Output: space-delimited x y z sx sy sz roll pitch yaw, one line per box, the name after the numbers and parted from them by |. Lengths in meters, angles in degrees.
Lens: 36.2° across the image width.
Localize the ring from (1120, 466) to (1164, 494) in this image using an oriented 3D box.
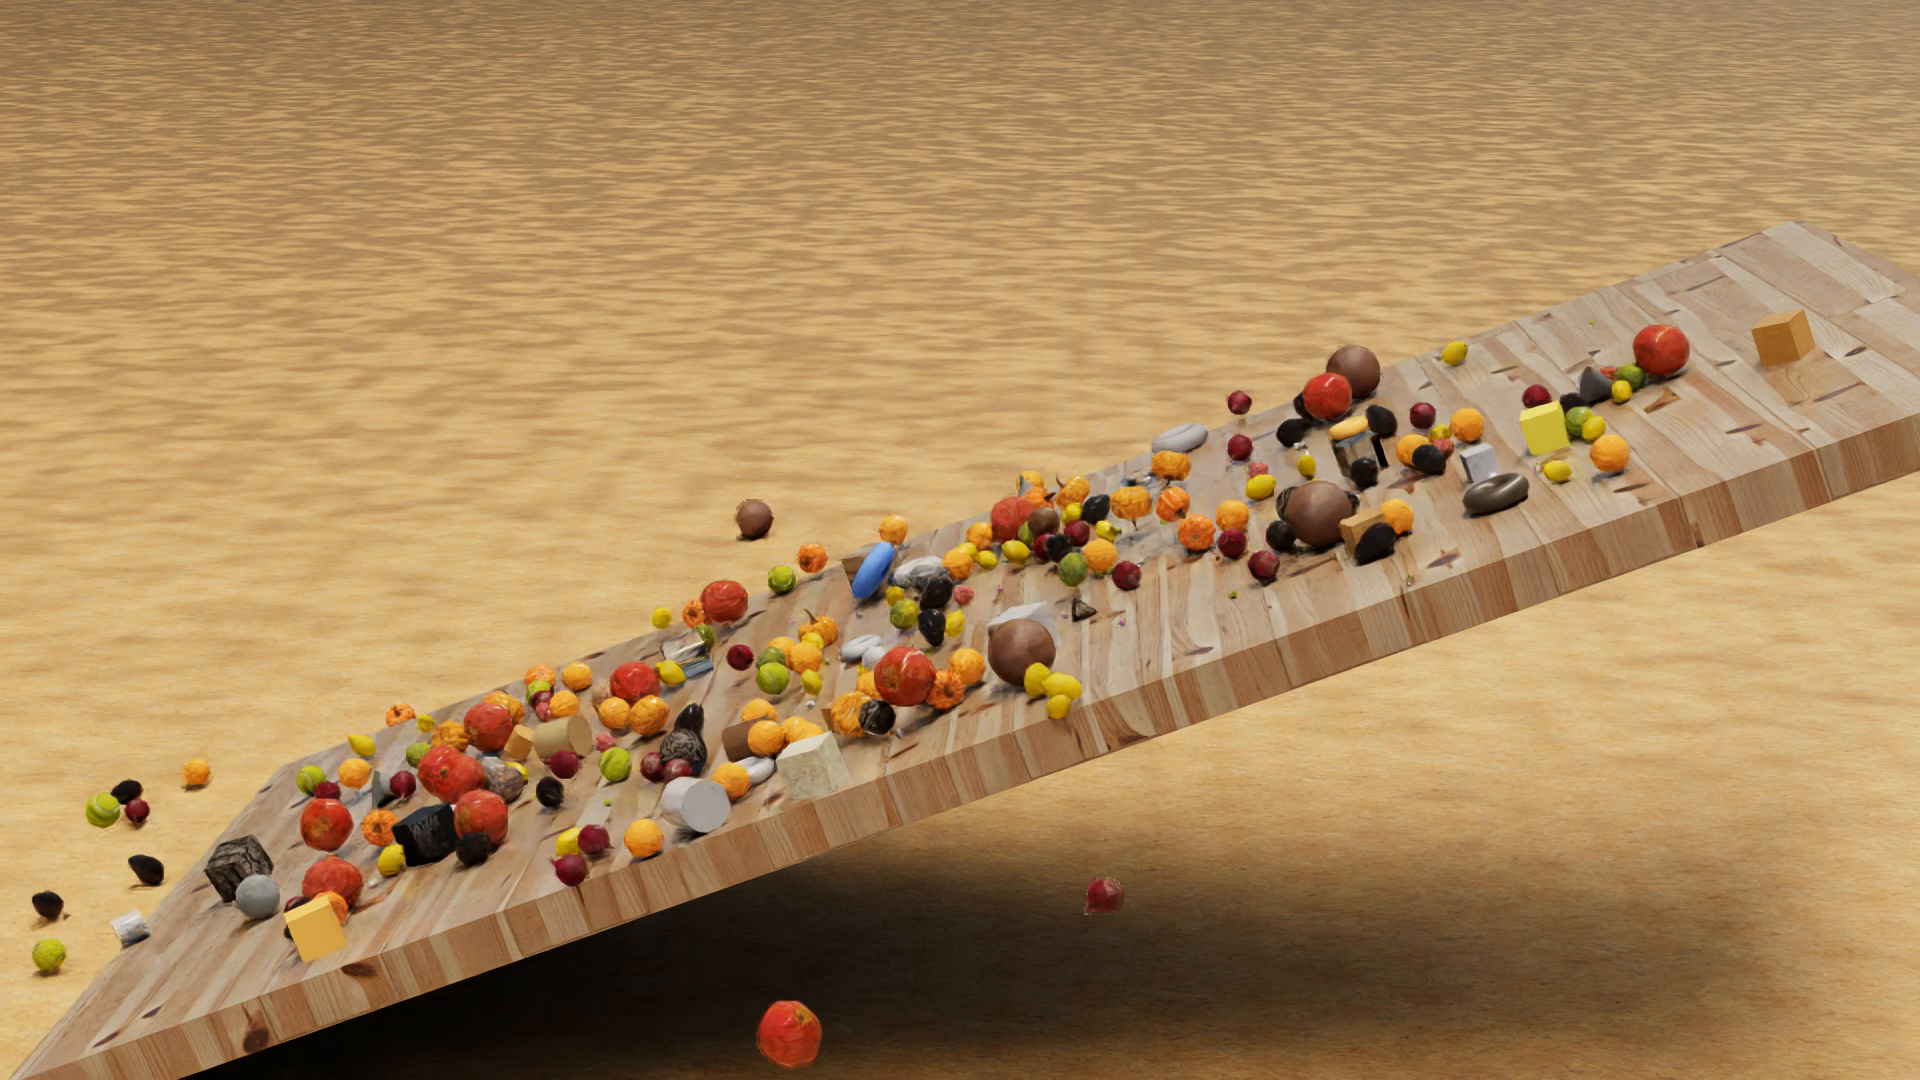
0.425 -0.138 6.849 0.112 0.037 0.112 -20 13 5 | ring

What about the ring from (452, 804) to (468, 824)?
-1.087 0.590 6.132 0.128 0.043 0.128 -26 -1 -1 | ring

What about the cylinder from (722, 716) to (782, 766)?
-0.406 0.397 5.740 0.088 0.088 0.088 -19 10 11 | cylinder

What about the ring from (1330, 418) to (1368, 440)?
0.870 -0.249 6.579 0.092 0.031 0.092 -21 9 3 | ring

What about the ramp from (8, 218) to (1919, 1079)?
0.118 0.176 6.295 4.000 0.100 2.000 -20 12 7 | ramp

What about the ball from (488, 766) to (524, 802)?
-0.957 0.514 6.204 0.077 0.077 0.077 0 13 0 | ball

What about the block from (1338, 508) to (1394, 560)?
0.771 -0.012 5.575 0.068 0.068 0.068 -23 12 -9 | block

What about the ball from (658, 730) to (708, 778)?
-0.551 0.425 5.848 0.096 0.096 0.096 0 13 0 | ball

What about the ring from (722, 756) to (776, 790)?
-0.406 0.447 5.642 0.111 0.037 0.111 -19 12 4 | ring

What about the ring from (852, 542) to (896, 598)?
-0.199 0.071 6.762 0.048 0.145 0.145 31 19 6 | ring

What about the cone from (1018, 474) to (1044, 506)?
0.160 -0.130 7.200 0.067 0.067 0.067 -20 12 4 | cone

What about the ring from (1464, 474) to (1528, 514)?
1.012 -0.088 5.557 0.129 0.043 0.129 -22 11 4 | ring

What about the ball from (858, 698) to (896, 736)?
-0.158 0.336 5.586 0.070 0.070 0.070 0 13 0 | ball

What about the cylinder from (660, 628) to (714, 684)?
-0.623 0.265 6.713 0.096 0.096 0.096 -22 15 -3 | cylinder

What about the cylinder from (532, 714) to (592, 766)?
-0.861 0.432 6.373 0.093 0.093 0.093 -16 6 25 | cylinder

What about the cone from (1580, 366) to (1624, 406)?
1.327 -0.312 6.040 0.083 0.083 0.083 5 13 -7 | cone

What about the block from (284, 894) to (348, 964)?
-1.231 0.743 5.620 0.087 0.087 0.087 -24 12 -12 | block

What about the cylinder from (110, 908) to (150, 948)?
-1.766 0.825 6.255 0.060 0.060 0.060 -27 24 -23 | cylinder

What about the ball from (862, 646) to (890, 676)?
-0.171 0.247 6.025 0.060 0.060 0.060 0 13 0 | ball

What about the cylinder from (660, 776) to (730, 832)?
-0.491 0.489 5.446 0.097 0.097 0.097 -7 4 -29 | cylinder

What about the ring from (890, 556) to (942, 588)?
-0.103 0.074 6.791 0.131 0.044 0.131 -22 8 3 | ring

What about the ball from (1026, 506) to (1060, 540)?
0.186 -0.038 6.551 0.075 0.075 0.075 0 13 0 | ball

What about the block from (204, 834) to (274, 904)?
-1.541 0.703 6.290 0.092 0.092 0.092 -17 27 18 | block

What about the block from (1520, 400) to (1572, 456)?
1.159 -0.220 5.820 0.077 0.077 0.077 -17 12 18 | block

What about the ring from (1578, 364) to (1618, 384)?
1.342 -0.344 6.185 0.087 0.029 0.087 -20 13 5 | ring

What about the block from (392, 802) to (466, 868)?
-1.084 0.601 6.000 0.090 0.090 0.090 -13 14 34 | block

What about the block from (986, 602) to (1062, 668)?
0.125 0.186 5.757 0.092 0.092 0.092 -11 15 40 | block

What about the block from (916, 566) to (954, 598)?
-0.057 0.095 6.590 0.054 0.054 0.054 -27 13 -25 | block

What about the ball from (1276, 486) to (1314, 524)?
0.681 -0.071 5.981 0.077 0.077 0.077 0 13 0 | ball

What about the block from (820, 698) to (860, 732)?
-0.232 0.343 5.773 0.051 0.051 0.051 -29 14 -34 | block

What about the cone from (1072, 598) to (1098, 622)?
0.254 0.143 5.897 0.053 0.053 0.053 5 13 -6 | cone

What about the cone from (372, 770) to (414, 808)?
-1.275 0.564 6.641 0.087 0.087 0.087 2 11 -24 | cone

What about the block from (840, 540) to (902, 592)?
-0.204 0.065 6.895 0.091 0.091 0.091 -30 15 -38 | block

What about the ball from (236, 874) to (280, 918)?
-1.440 0.732 6.035 0.091 0.091 0.091 0 13 0 | ball

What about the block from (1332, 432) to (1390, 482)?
0.841 -0.176 6.181 0.077 0.077 0.077 -24 12 -12 | block

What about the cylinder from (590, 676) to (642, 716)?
-0.772 0.350 6.618 0.082 0.082 0.082 -12 3 37 | cylinder

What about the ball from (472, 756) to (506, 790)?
-1.018 0.504 6.368 0.073 0.073 0.073 0 13 0 | ball

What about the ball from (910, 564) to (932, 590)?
-0.084 0.085 6.669 0.061 0.061 0.061 0 13 0 | ball

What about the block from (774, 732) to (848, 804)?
-0.272 0.418 5.407 0.088 0.088 0.088 -17 12 20 | block

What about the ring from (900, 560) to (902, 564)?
-0.178 0.066 7.003 0.086 0.029 0.086 -20 13 5 | ring

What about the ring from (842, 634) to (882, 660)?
-0.211 0.230 6.303 0.094 0.031 0.094 -19 11 4 | ring

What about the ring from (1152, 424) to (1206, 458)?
0.530 -0.241 7.108 0.141 0.047 0.141 -21 12 5 | ring

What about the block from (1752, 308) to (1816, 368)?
1.624 -0.399 5.803 0.080 0.080 0.080 -11 16 42 | block

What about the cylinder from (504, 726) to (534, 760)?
-0.973 0.449 6.513 0.055 0.055 0.055 27 19 -10 | cylinder

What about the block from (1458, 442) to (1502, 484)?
1.024 -0.151 5.788 0.058 0.058 0.058 -21 12 1 | block
